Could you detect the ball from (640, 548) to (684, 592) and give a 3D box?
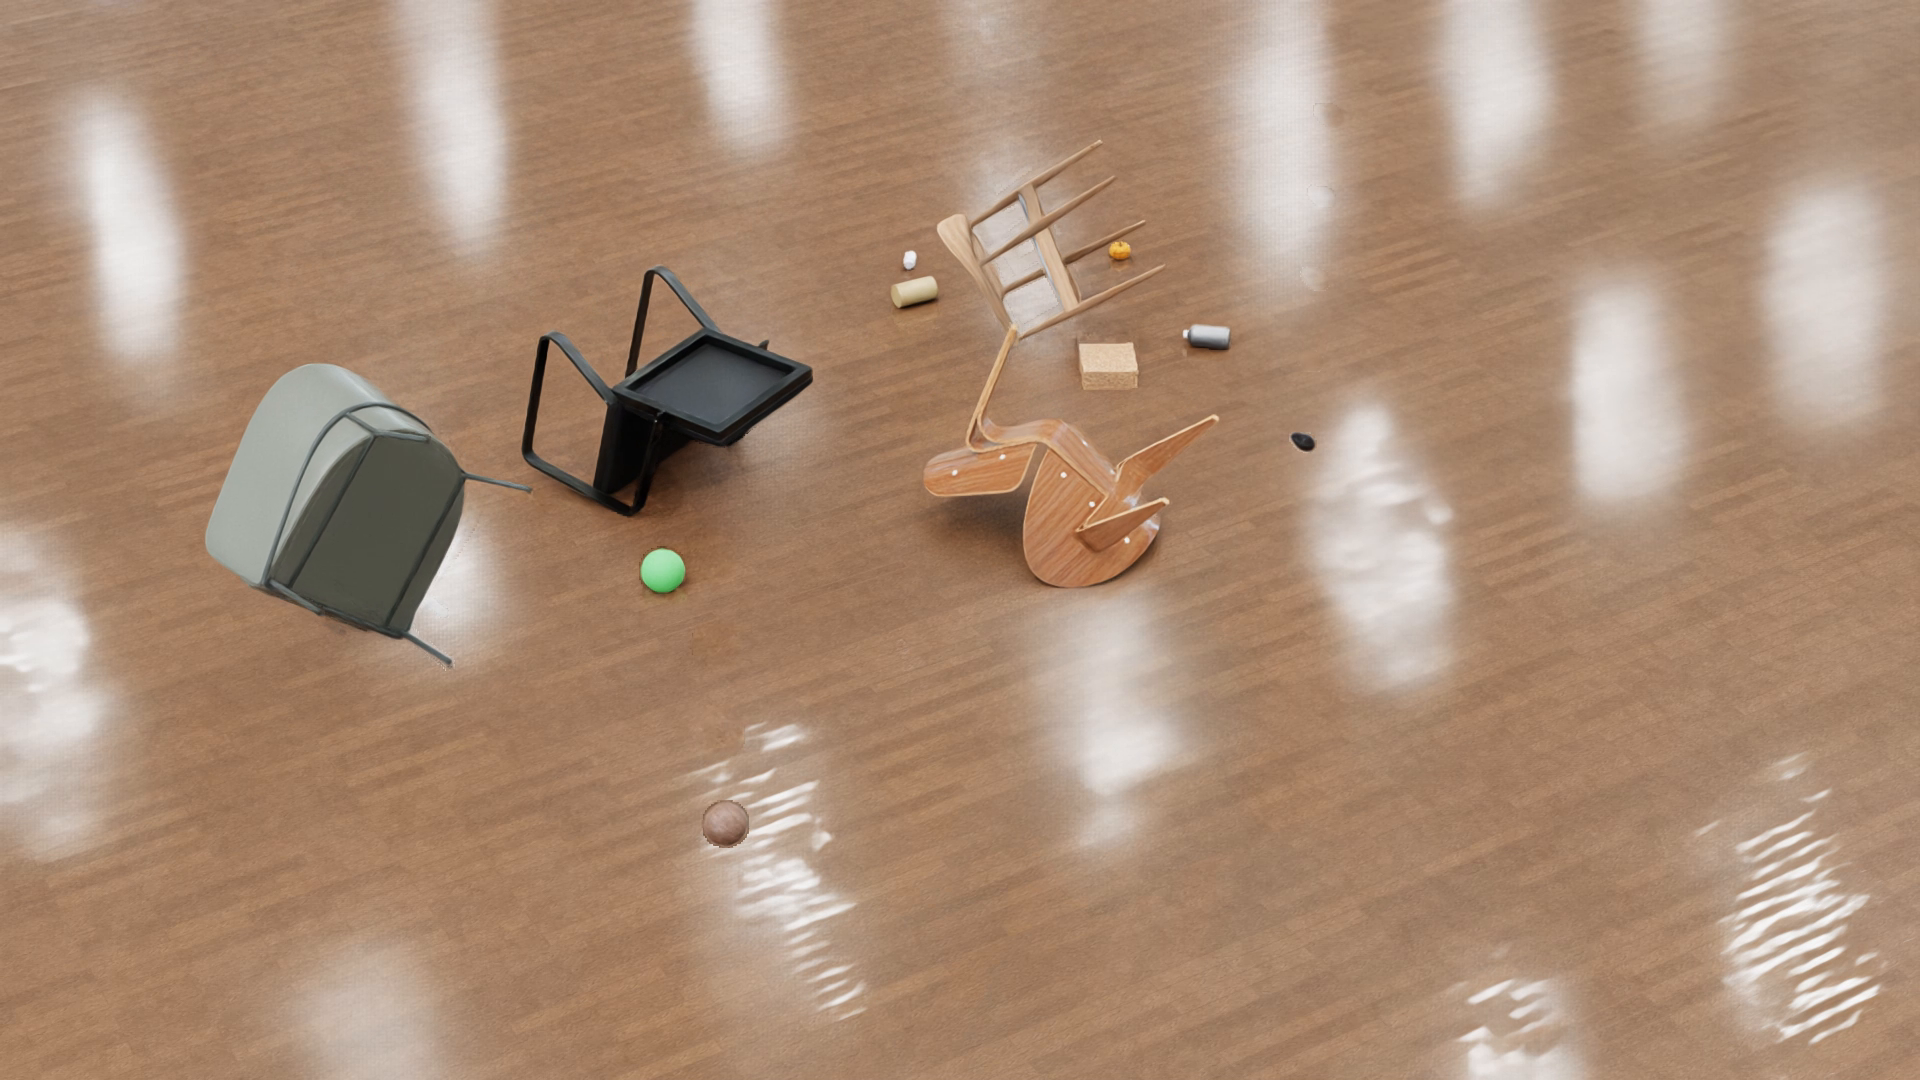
[{"bbox_3d":[-1.078,0.112,10.640,0.160,0.160,0.160,0,33,0],"label":"ball"}]

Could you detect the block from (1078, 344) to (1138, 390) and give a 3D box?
[{"bbox_3d":[0.603,-0.706,11.940,0.220,0.084,0.229,-2,33,-2],"label":"block"}]

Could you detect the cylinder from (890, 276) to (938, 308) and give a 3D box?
[{"bbox_3d":[-0.193,-1.055,12.461,0.175,0.093,0.104,-16,54,-23],"label":"cylinder"}]
